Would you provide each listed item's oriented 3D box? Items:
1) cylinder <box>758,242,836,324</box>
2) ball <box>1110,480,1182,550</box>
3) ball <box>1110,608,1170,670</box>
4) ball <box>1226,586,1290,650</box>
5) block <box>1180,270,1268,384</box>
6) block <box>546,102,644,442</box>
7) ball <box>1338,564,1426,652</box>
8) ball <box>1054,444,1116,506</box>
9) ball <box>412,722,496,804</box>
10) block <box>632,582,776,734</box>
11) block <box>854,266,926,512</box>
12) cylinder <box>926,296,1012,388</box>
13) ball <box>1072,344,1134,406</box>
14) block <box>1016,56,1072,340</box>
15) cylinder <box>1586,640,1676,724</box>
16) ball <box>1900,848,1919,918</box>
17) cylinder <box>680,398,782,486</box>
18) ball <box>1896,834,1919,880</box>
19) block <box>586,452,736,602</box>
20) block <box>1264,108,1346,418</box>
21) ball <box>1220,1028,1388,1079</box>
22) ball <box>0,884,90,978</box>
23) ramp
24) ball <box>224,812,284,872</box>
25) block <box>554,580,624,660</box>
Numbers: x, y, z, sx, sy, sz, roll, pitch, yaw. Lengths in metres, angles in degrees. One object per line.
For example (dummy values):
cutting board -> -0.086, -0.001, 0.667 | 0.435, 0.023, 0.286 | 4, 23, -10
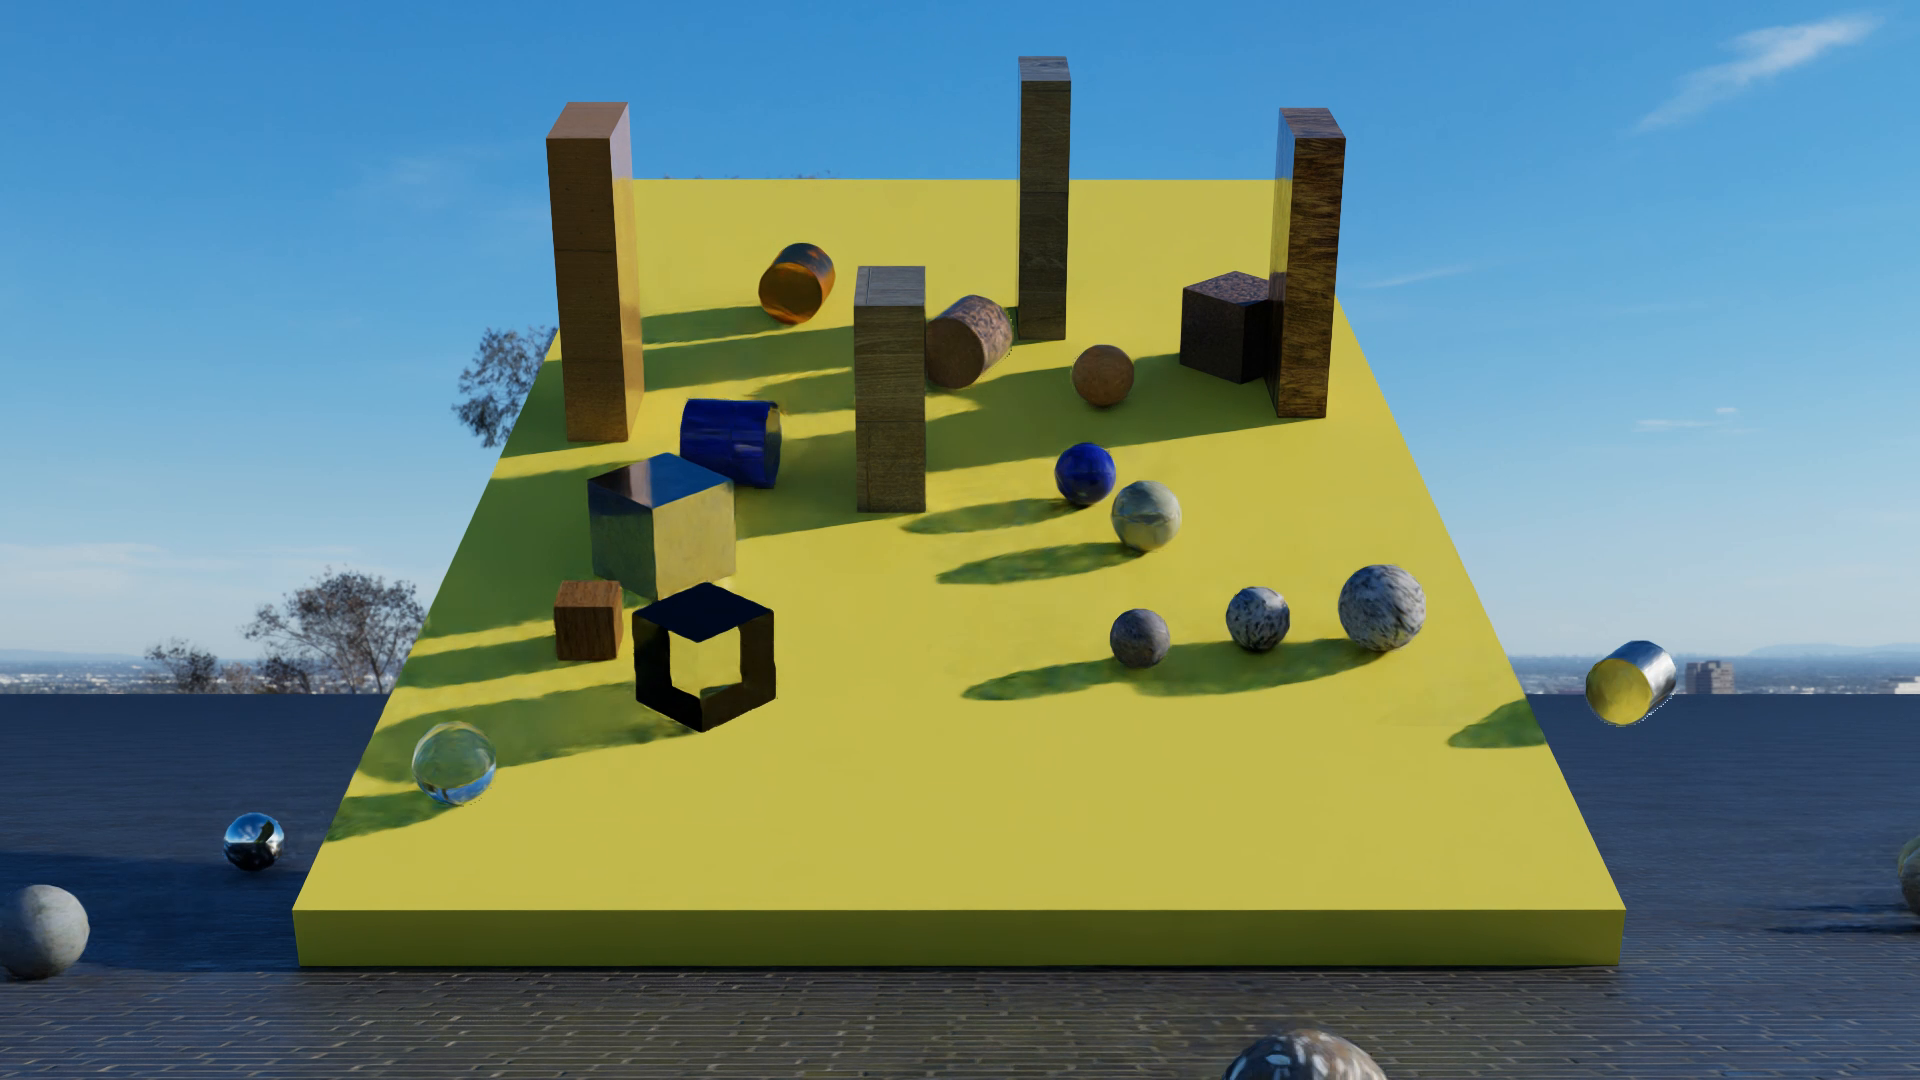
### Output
cylinder -> -0.415, -0.655, 5.952 | 0.165, 0.165, 0.165 | -1, 24, 10
ball -> 0.372, -0.049, 4.653 | 0.142, 0.142, 0.142 | 0, -4, 0
ball -> 0.323, 0.178, 4.195 | 0.109, 0.109, 0.109 | 0, -4, 0
ball -> 0.545, 0.142, 4.263 | 0.118, 0.118, 0.118 | 0, -4, 0
block -> 0.669, -0.513, 5.611 | 0.194, 0.194, 0.194 | -21, 32, -39
block -> -0.805, -0.597, 5.192 | 0.134, 0.688, 0.315 | 0, 24, 0
ball -> 0.770, 0.123, 4.256 | 0.160, 0.160, 0.160 | 0, -4, 0
ball -> 0.262, -0.137, 4.861 | 0.130, 0.130, 0.130 | 0, -4, 0
ball -> -0.814, 0.359, 3.760 | 0.134, 0.134, 0.134 | 0, -4, 0
block -> -0.445, 0.202, 4.061 | 0.172, 0.172, 0.172 | 21, 32, 38
block -> -0.143, -0.315, 4.862 | 0.141, 0.451, 0.259 | 0, 24, 0
cylinder -> 0.009, -0.471, 5.539 | 0.176, 0.176, 0.176 | -2, 22, 25
ball -> 0.331, -0.380, 5.379 | 0.143, 0.143, 0.143 | 0, -4, 0
block -> 0.204, -0.848, 5.795 | 0.119, 0.650, 0.259 | 0, 24, 0
cylinder -> 1.172, 0.247, 4.075 | 0.118, 0.118, 0.118 | -3, 12, 38
ball -> 1.733, 0.603, 4.095 | 0.154, 0.154, 0.154 | 0, -4, 0
cylinder -> -0.486, -0.208, 4.950 | 0.180, 0.180, 0.180 | 3, -3, 7
ball -> 1.880, 0.634, 4.490 | 0.144, 0.144, 0.144 | 0, -4, 0
block -> -0.577, -0.026, 4.529 | 0.199, 0.199, 0.199 | 22, 32, 39
block -> 0.781, -0.631, 5.319 | 0.110, 0.652, 0.271 | 0, 24, 0
ball -> 0.273, 0.463, 1.847 | 0.150, 0.150, 0.150 | 0, -4, 0
ball -> -1.334, 0.568, 3.383 | 0.135, 0.135, 0.135 | 0, -4, 0
ramp -> -0.008, -0.229, 5.338 | 2.000, 0.100, 4.000 | 0, 24, 0
ball -> -1.615, 0.692, 5.340 | 0.135, 0.135, 0.135 | 0, -4, 0
block -> -0.677, 0.146, 4.261 | 0.107, 0.107, 0.107 | 0, 24, -1
